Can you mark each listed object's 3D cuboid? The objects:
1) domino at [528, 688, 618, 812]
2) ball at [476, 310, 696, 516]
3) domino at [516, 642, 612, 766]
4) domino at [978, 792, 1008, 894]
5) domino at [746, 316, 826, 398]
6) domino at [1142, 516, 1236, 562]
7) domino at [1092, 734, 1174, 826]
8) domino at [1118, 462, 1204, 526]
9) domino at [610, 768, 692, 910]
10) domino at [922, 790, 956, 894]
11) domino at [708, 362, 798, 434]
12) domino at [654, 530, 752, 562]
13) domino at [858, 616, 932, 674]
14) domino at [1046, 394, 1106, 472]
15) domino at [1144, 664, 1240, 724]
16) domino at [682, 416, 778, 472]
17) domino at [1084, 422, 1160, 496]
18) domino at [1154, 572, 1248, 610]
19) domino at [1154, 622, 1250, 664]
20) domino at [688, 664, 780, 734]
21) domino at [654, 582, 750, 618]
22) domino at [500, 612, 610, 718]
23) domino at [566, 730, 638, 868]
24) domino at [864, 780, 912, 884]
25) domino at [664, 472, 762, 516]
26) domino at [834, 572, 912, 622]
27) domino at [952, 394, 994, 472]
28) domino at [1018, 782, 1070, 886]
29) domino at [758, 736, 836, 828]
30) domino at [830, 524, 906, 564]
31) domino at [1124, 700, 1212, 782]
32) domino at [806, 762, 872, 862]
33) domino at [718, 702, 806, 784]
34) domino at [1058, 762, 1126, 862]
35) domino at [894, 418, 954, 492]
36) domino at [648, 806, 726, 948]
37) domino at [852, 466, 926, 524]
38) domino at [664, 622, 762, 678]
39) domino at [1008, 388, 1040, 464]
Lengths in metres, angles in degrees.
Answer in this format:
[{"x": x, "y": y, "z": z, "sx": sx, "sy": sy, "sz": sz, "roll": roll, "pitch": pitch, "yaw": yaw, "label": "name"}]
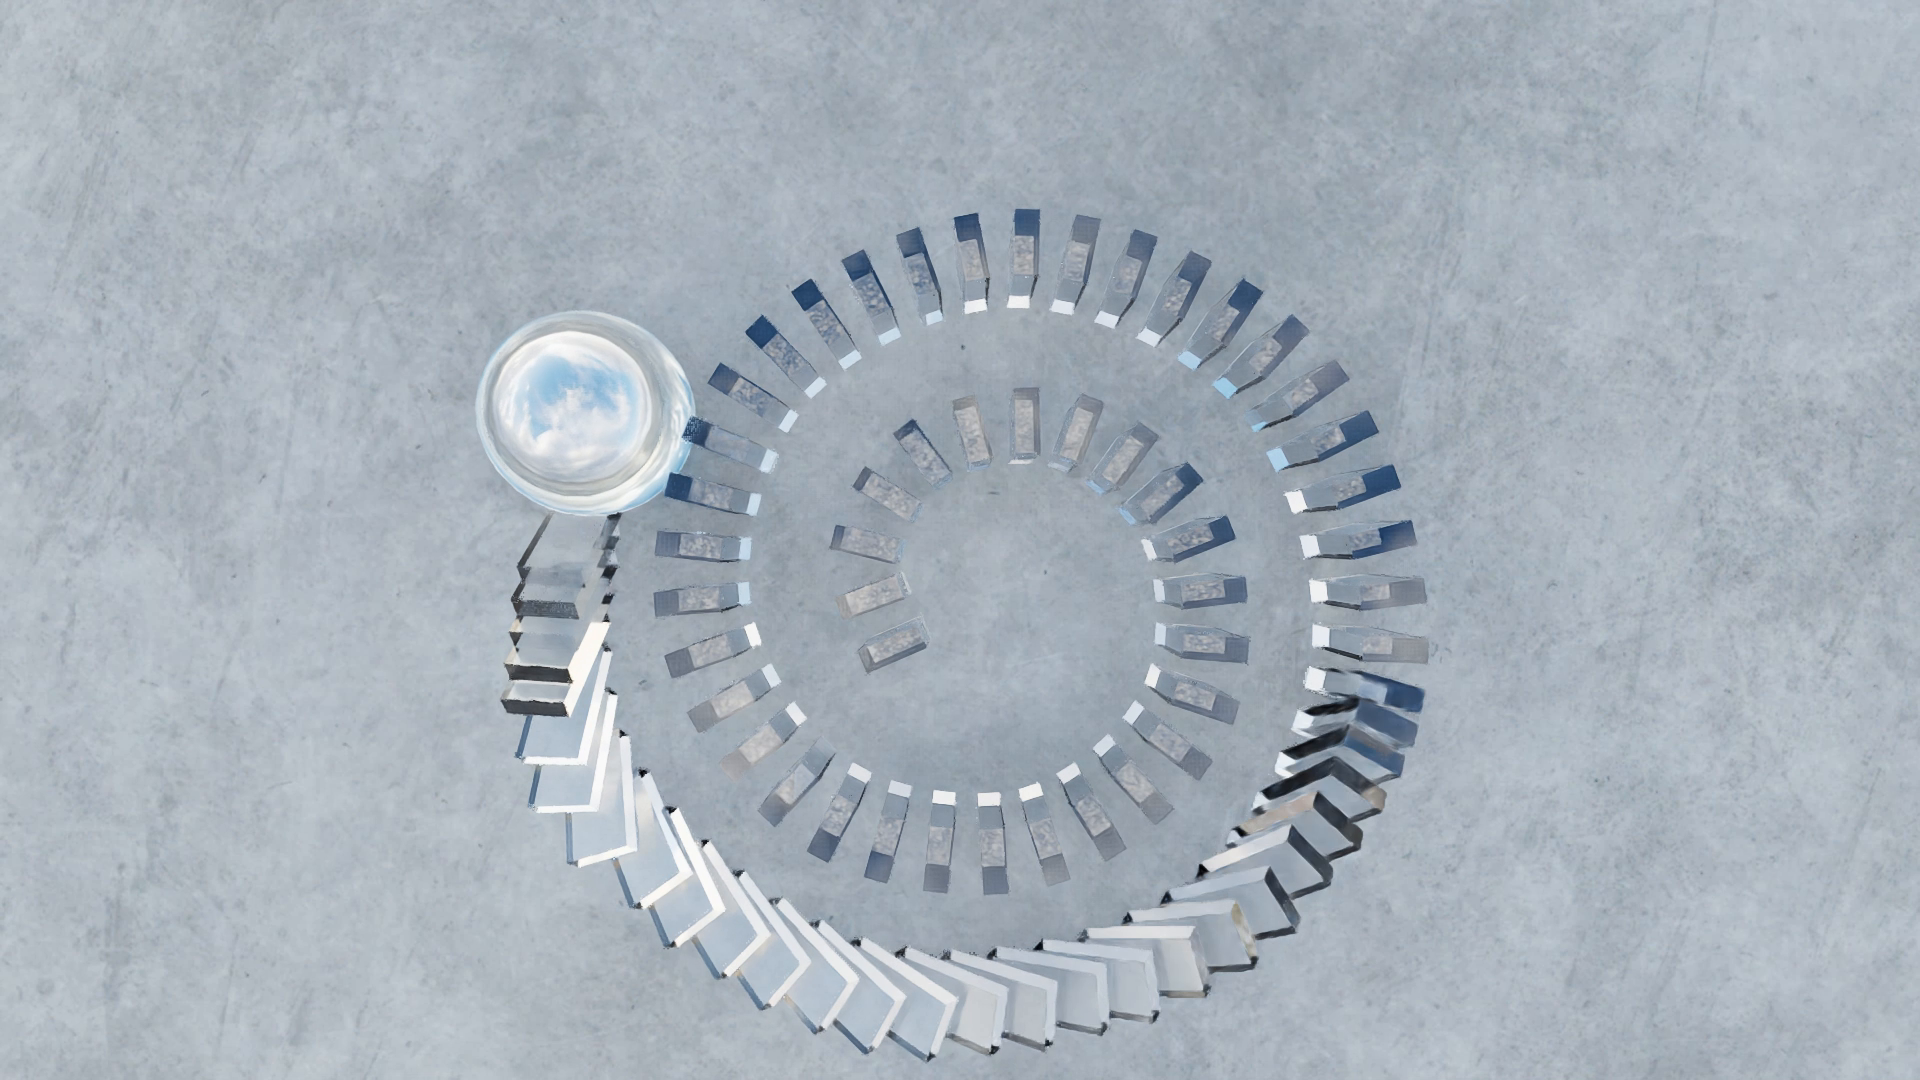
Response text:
[{"x": -0.161, "y": 0.087, "z": 0.383, "sx": 0.025, "sy": 0.009, "sz": 0.050, "roll": -2, "pitch": 60, "yaw": 0, "label": "domino"}, {"x": -0.145, "y": -0.049, "z": 0.360, "sx": 0.080, "sy": 0.080, "sz": 0.080, "roll": 0, "pitch": 90, "yaw": 0, "label": "ball"}, {"x": -0.165, "y": 0.068, "z": 0.383, "sx": 0.025, "sy": 0.010, "sz": 0.050, "roll": 2, "pitch": 60, "yaw": 0, "label": "domino"}, {"x": 0.013, "y": 0.123, "z": 0.375, "sx": 0.009, "sy": 0.050, "sz": 0.025, "roll": -3, "pitch": 90, "yaw": 0, "label": "domino"}, {"x": -0.070, "y": -0.074, "z": 0.375, "sx": 0.009, "sy": 0.050, "sz": 0.025, "roll": -44, "pitch": 90, "yaw": 0, "label": "domino"}, {"x": 0.092, "y": 0.000, "z": 0.375, "sx": 0.025, "sy": 0.050, "sz": 0.010, "roll": -22, "pitch": 90, "yaw": 0, "label": "domino"}, {"x": 0.070, "y": 0.097, "z": 0.375, "sx": 0.009, "sy": 0.050, "sz": 0.025, "roll": -43, "pitch": 90, "yaw": 0, "label": "domino"}, {"x": 0.081, "y": -0.018, "z": 0.375, "sx": 0.025, "sy": 0.050, "sz": 0.009, "roll": -41, "pitch": 90, "yaw": 0, "label": "domino"}, {"x": -0.134, "y": 0.125, "z": 0.384, "sx": 0.025, "sy": 0.009, "sz": 0.050, "roll": -35, "pitch": 62, "yaw": 0, "label": "domino"}, {"x": -0.008, "y": 0.122, "z": 0.375, "sx": 0.010, "sy": 0.050, "sz": 0.025, "roll": 7, "pitch": 90, "yaw": 0, "label": "domino"}, {"x": -0.084, "y": -0.057, "z": 0.375, "sx": 0.025, "sy": 0.050, "sz": 0.010, "roll": 32, "pitch": 90, "yaw": 0, "label": "domino"}, {"x": -0.104, "y": 0.003, "z": 0.375, "sx": 0.025, "sy": 0.050, "sz": 0.009, "roll": 7, "pitch": 90, "yaw": 0, "label": "domino"}, {"x": -0.026, "y": 0.042, "z": 0.375, "sx": 0.025, "sy": 0.050, "sz": 0.010, "roll": -23, "pitch": 90, "yaw": 0, "label": "domino"}, {"x": 0.047, "y": -0.043, "z": 0.375, "sx": 0.010, "sy": 0.050, "sz": 0.025, "roll": 21, "pitch": 90, "yaw": 0, "label": "domino"}, {"x": 0.094, "y": 0.062, "z": 0.375, "sx": 0.025, "sy": 0.050, "sz": 0.010, "roll": 18, "pitch": 90, "yaw": 0, "label": "domino"}, {"x": -0.093, "y": -0.038, "z": 0.375, "sx": 0.025, "sy": 0.050, "sz": 0.010, "roll": 22, "pitch": 90, "yaw": 0, "label": "domino"}, {"x": 0.065, "y": -0.032, "z": 0.375, "sx": 0.009, "sy": 0.050, "sz": 0.025, "roll": 36, "pitch": 90, "yaw": 0, "label": "domino"}, {"x": 0.097, "y": 0.020, "z": 0.375, "sx": 0.025, "sy": 0.050, "sz": 0.010, "roll": -7, "pitch": 90, "yaw": 0, "label": "domino"}, {"x": 0.098, "y": 0.042, "z": 0.375, "sx": 0.025, "sy": 0.050, "sz": 0.009, "roll": 4, "pitch": 90, "yaw": 0, "label": "domino"}, {"x": -0.091, "y": 0.064, "z": 0.375, "sx": 0.025, "sy": 0.050, "sz": 0.009, "roll": -29, "pitch": 90, "yaw": 0, "label": "domino"}, {"x": -0.104, "y": 0.024, "z": 0.375, "sx": 0.025, "sy": 0.050, "sz": 0.009, "roll": -4, "pitch": 90, "yaw": 0, "label": "domino"}, {"x": -0.166, "y": 0.049, "z": 0.379, "sx": 0.025, "sy": 0.050, "sz": 0.010, "roll": 4, "pitch": 133, "yaw": 0, "label": "domino"}, {"x": -0.151, "y": 0.107, "z": 0.384, "sx": 0.025, "sy": 0.009, "sz": 0.050, "roll": -16, "pitch": 60, "yaw": 0, "label": "domino"}, {"x": -0.029, "y": 0.118, "z": 0.375, "sx": 0.010, "sy": 0.050, "sz": 0.025, "roll": 16, "pitch": 90, "yaw": 0, "label": "domino"}, {"x": -0.100, "y": -0.018, "z": 0.375, "sx": 0.025, "sy": 0.050, "sz": 0.010, "roll": 15, "pitch": 90, "yaw": 0, "label": "domino"}, {"x": -0.035, "y": 0.022, "z": 0.375, "sx": 0.025, "sy": 0.050, "sz": 0.010, "roll": -20, "pitch": 90, "yaw": 0, "label": "domino"}, {"x": 0.005, "y": -0.043, "z": 0.375, "sx": 0.009, "sy": 0.050, "sz": 0.025, "roll": -16, "pitch": 90, "yaw": 0, "label": "domino"}, {"x": 0.034, "y": 0.119, "z": 0.375, "sx": 0.009, "sy": 0.050, "sz": 0.025, "roll": -18, "pitch": 90, "yaw": 0, "label": "domino"}, {"x": -0.066, "y": 0.098, "z": 0.375, "sx": 0.009, "sy": 0.050, "sz": 0.025, "roll": 44, "pitch": 90, "yaw": 0, "label": "domino"}, {"x": -0.037, "y": 0.002, "z": 0.375, "sx": 0.025, "sy": 0.050, "sz": 0.010, "roll": 14, "pitch": 90, "yaw": 0, "label": "domino"}, {"x": 0.084, "y": 0.081, "z": 0.375, "sx": 0.025, "sy": 0.050, "sz": 0.009, "roll": 36, "pitch": 90, "yaw": 0, "label": "domino"}, {"x": -0.049, "y": 0.110, "z": 0.375, "sx": 0.010, "sy": 0.050, "sz": 0.025, "roll": 28, "pitch": 90, "yaw": 0, "label": "domino"}, {"x": -0.080, "y": 0.082, "z": 0.375, "sx": 0.025, "sy": 0.050, "sz": 0.009, "roll": -37, "pitch": 90, "yaw": 0, "label": "domino"}, {"x": 0.053, "y": 0.110, "z": 0.375, "sx": 0.009, "sy": 0.050, "sz": 0.025, "roll": -33, "pitch": 90, "yaw": 0, "label": "domino"}, {"x": -0.014, "y": -0.034, "z": 0.375, "sx": 0.010, "sy": 0.050, "sz": 0.025, "roll": -37, "pitch": 90, "yaw": 0, "label": "domino"}, {"x": -0.121, "y": 0.140, "z": 0.384, "sx": 0.025, "sy": 0.010, "sz": 0.050, "roll": -38, "pitch": 62, "yaw": 0, "label": "domino"}, {"x": -0.028, "y": -0.018, "z": 0.375, "sx": 0.025, "sy": 0.050, "sz": 0.009, "roll": 32, "pitch": 90, "yaw": 0, "label": "domino"}, {"x": -0.100, "y": 0.045, "z": 0.375, "sx": 0.025, "sy": 0.050, "sz": 0.009, "roll": -19, "pitch": 90, "yaw": 0, "label": "domino"}, {"x": 0.026, "y": -0.046, "z": 0.375, "sx": 0.009, "sy": 0.050, "sz": 0.025, "roll": -2, "pitch": 90, "yaw": 0, "label": "domino"}]
